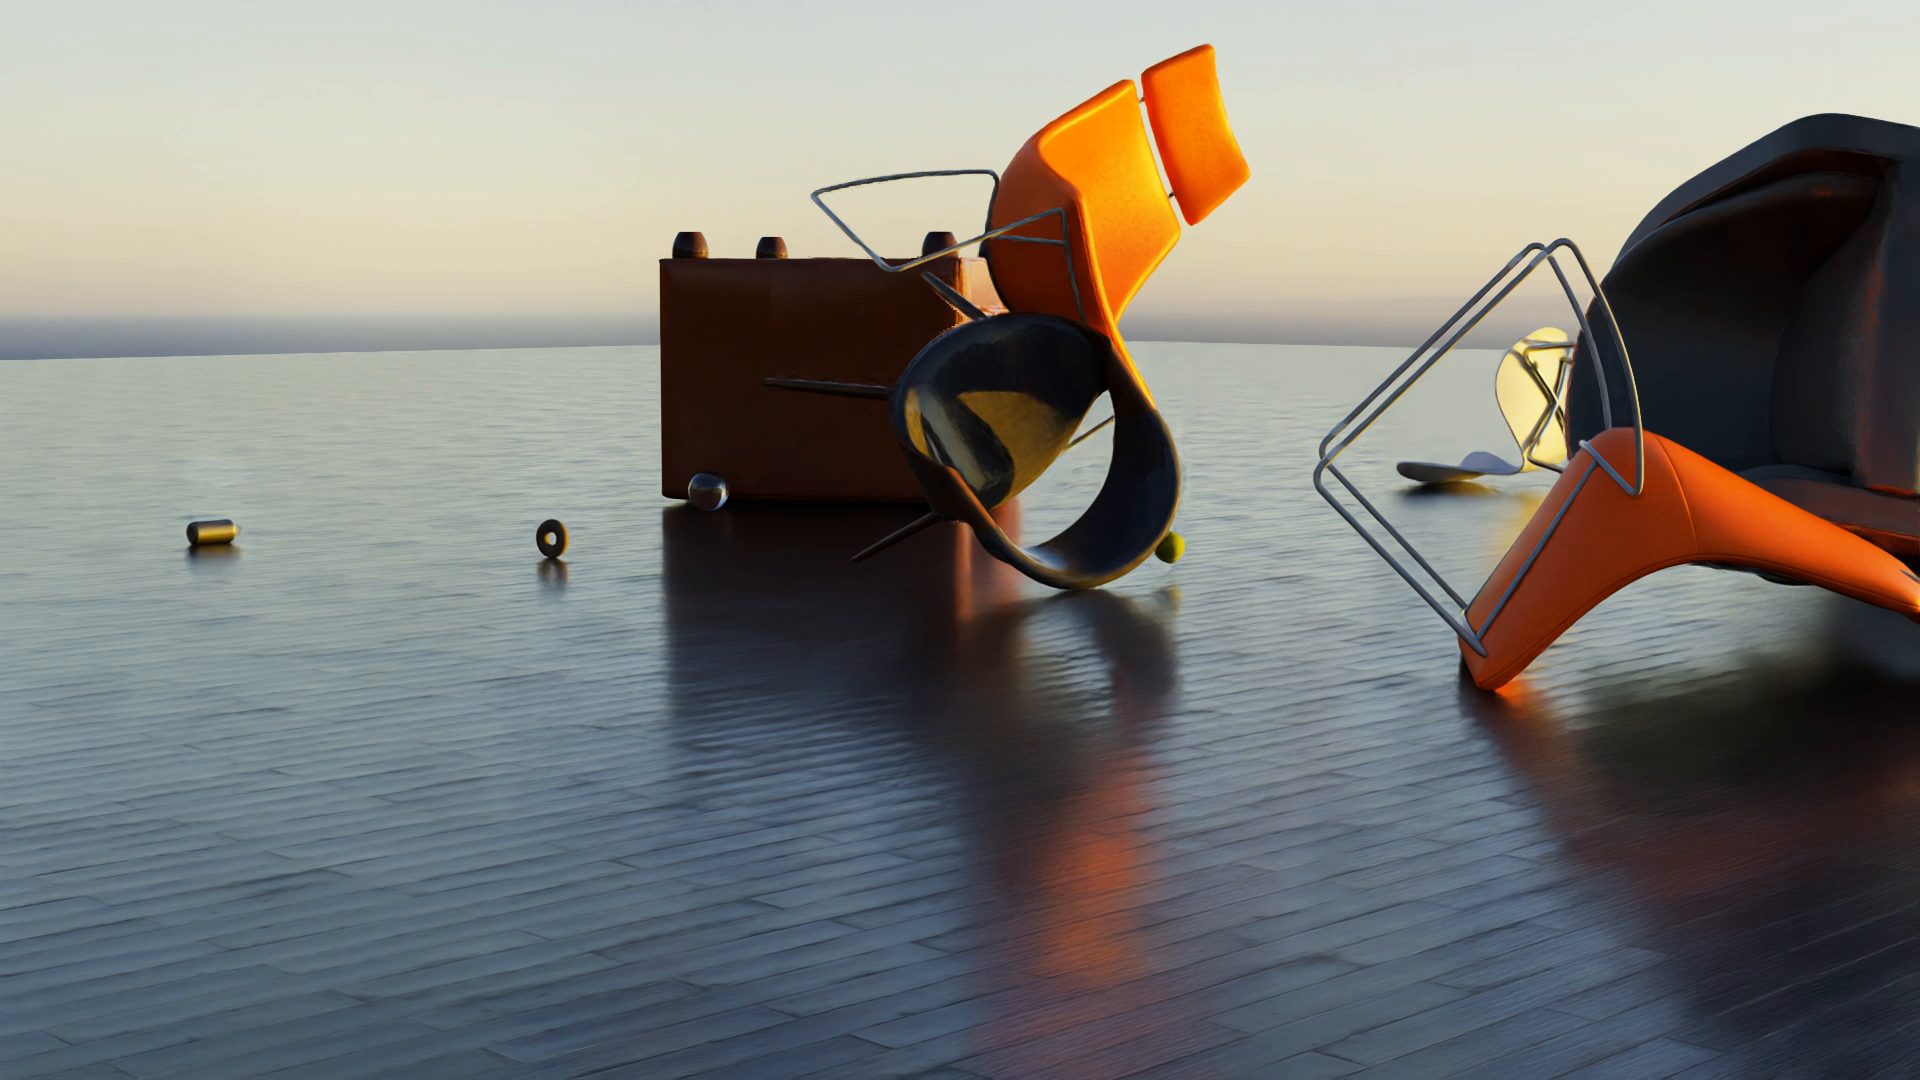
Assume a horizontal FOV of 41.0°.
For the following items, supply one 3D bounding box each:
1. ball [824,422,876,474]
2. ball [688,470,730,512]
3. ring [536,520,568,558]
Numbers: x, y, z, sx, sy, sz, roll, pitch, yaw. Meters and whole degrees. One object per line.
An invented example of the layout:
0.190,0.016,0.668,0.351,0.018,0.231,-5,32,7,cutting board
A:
-0.368,-0.309,8.573,0.172,0.172,0.172,0,6,0,ball
-0.705,-0.138,7.190,0.115,0.115,0.115,0,6,0,ball
-0.955,-0.003,6.011,0.102,0.091,0.025,-12,-3,37,ring
